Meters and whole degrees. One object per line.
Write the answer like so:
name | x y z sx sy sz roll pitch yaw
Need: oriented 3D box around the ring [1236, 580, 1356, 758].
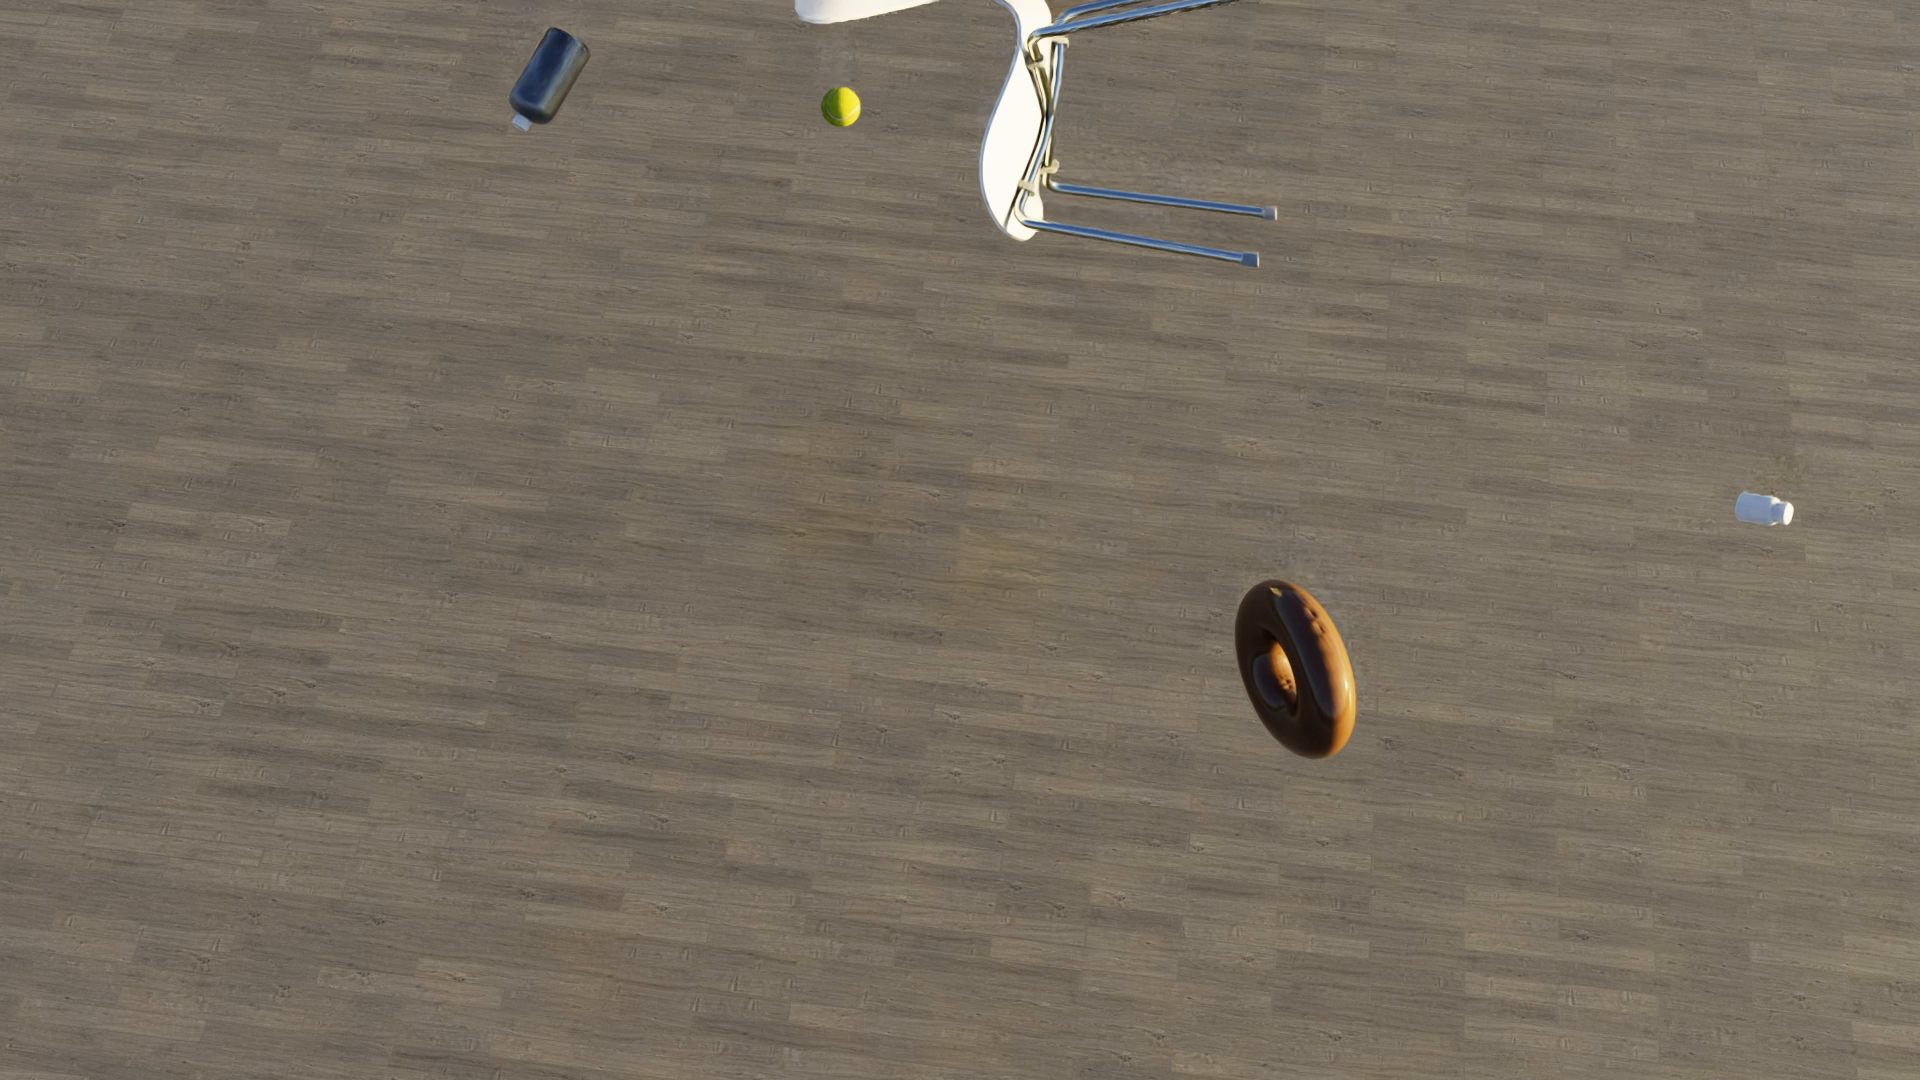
ring | 0.554 0.213 3.644 0.093 0.269 0.320 -12 54 -19
